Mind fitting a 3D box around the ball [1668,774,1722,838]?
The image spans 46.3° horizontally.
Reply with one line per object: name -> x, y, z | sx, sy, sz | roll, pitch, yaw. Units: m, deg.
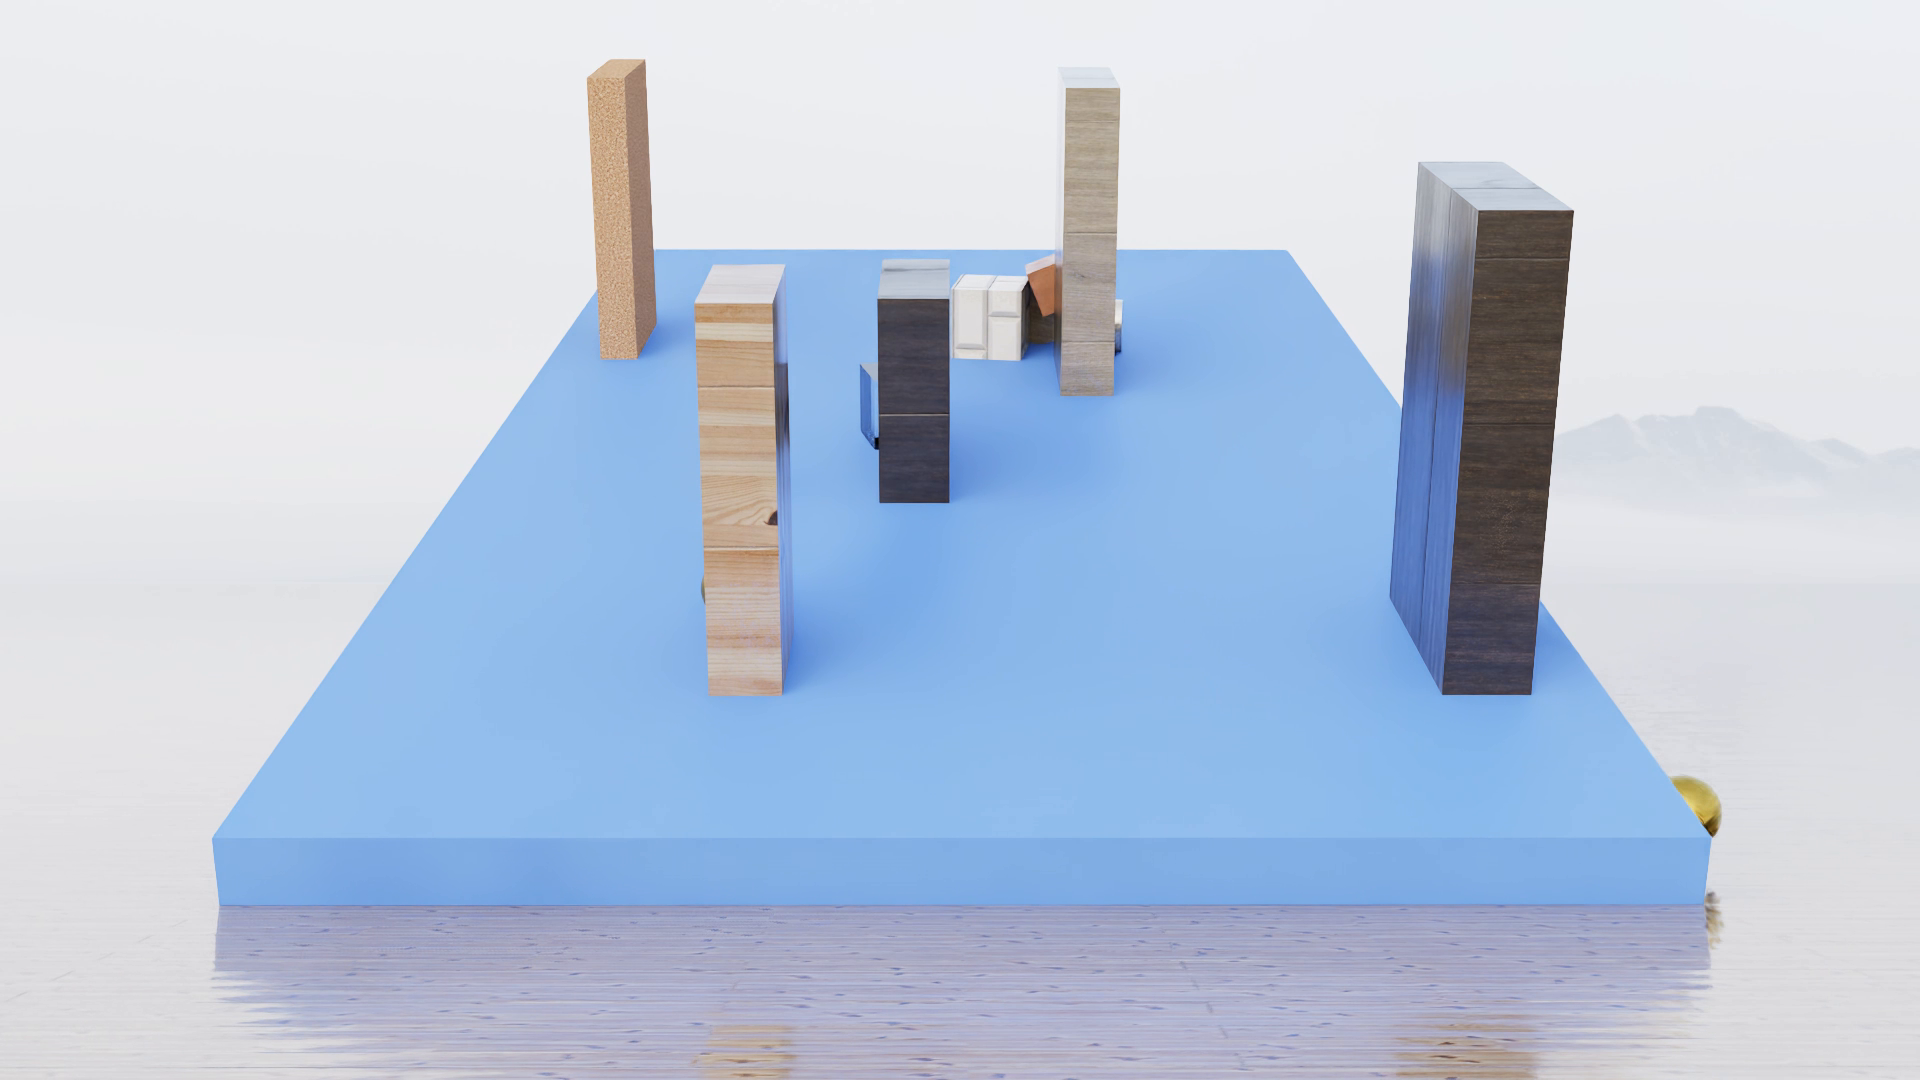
ball -> 1.114, 0.420, 3.461 | 0.116, 0.116, 0.116 | 0, -1, 0

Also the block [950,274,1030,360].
block -> 0.076, -0.550, 5.539 | 0.172, 0.172, 0.172 | 3, 19, 8

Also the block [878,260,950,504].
block -> -0.089, -0.325, 4.501 | 0.137, 0.407, 0.375 | 0, 19, 0

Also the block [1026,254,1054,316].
block -> 0.234, -0.633, 5.518 | 0.113, 0.113, 0.113 | -21, 18, 6

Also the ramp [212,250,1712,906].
ramp -> -0.004, -0.193, 4.905 | 2.000, 0.100, 4.000 | 0, 19, 0

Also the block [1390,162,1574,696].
block -> 0.813, -0.187, 3.554 | 0.138, 0.753, 0.439 | 0, 19, 0

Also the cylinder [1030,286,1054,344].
cylinder -> 0.214, -0.595, 5.690 | 0.162, 0.162, 0.162 | 0, 18, 13

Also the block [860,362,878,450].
block -> -0.124, -0.290, 4.801 | 0.151, 0.151, 0.151 | -4, 19, -13

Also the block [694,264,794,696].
block -> -0.330, -0.096, 3.493 | 0.113, 0.616, 0.278 | 0, 19, 0

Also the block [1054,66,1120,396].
block -> 0.291, -0.723, 5.227 | 0.121, 0.700, 0.381 | 0, 19, 0

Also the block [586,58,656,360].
block -> -0.833, -0.824, 5.558 | 0.089, 0.678, 0.385 | 0, 19, 0

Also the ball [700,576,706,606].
ball -> -0.378, 0.081, 3.758 | 0.111, 0.111, 0.111 | 0, -1, 0
